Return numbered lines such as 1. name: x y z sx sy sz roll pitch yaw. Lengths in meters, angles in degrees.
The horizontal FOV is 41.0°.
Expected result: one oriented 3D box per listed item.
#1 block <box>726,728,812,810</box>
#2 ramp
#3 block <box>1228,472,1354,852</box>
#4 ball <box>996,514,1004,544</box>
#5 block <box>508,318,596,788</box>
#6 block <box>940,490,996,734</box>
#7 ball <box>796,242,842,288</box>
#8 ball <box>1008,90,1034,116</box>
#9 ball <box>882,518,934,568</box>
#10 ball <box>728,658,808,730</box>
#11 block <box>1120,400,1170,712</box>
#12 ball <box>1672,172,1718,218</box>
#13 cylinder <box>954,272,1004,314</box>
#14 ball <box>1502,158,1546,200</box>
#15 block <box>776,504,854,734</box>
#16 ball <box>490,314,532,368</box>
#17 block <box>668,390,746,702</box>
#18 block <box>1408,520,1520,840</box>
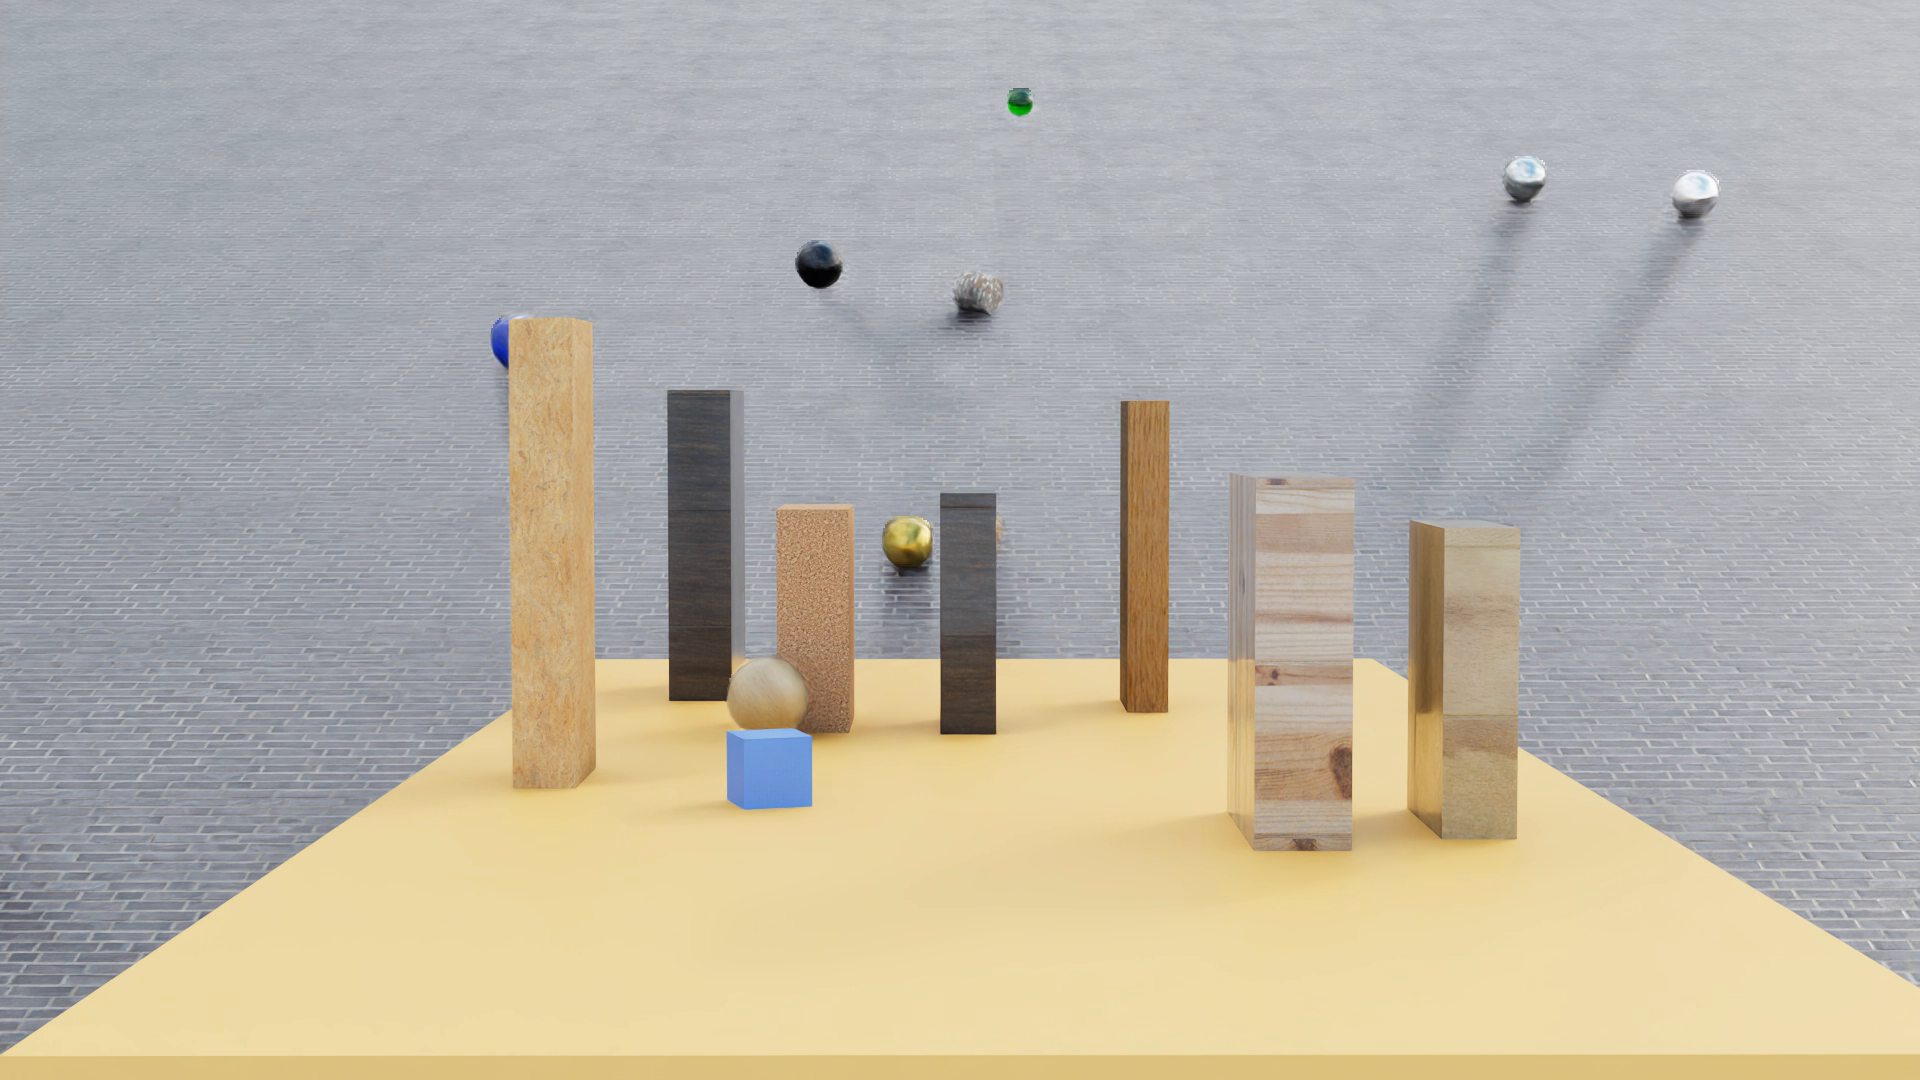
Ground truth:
1. block: -0.308 0.368 4.148 0.112 0.112 0.112 -1 3 -19
2. ramp: 0.050 0.455 4.532 2.000 0.100 4.000 0 3 0
3. block: 0.493 0.170 3.866 0.141 0.536 0.366 0 3 0
4. ball: 0.062 -0.033 7.455 0.128 0.128 0.128 0 22 0
5. block: -0.697 0.017 4.411 0.105 0.787 0.246 0 3 0
6. block: 0.016 0.138 5.133 0.109 0.471 0.255 0 3 0
7. ball: -0.545 -1.068 9.996 0.178 0.178 0.178 0 22 0
8. ball: 0.303 -2.193 12.893 0.130 0.130 0.130 0 22 0
9. ball: -0.149 0.009 7.325 0.146 0.146 0.146 0 22 0
10. ball: -0.370 0.304 4.961 0.157 0.157 0.157 0 22 0
11. block: 0.392 0.030 5.483 0.086 0.651 0.248 0 3 0
12. ball: 3.143 -1.475 10.995 0.195 0.195 0.195 0 22 0
13. cylinder: 0.069 -0.934 9.711 0.137 0.137 0.137 15 26 33
14. ball: 2.476 -1.583 11.279 0.187 0.187 0.187 0 22 0
15. block: -0.289 0.152 5.172 0.141 0.439 0.281 0 3 0
16. ball: -1.545 -0.692 9.019 0.199 0.199 0.199 0 22 0
17. block: -0.565 0.004 5.760 0.136 0.676 0.365 0 3 0
18. block: 0.767 0.205 3.931 0.111 0.460 0.293 0 3 0
